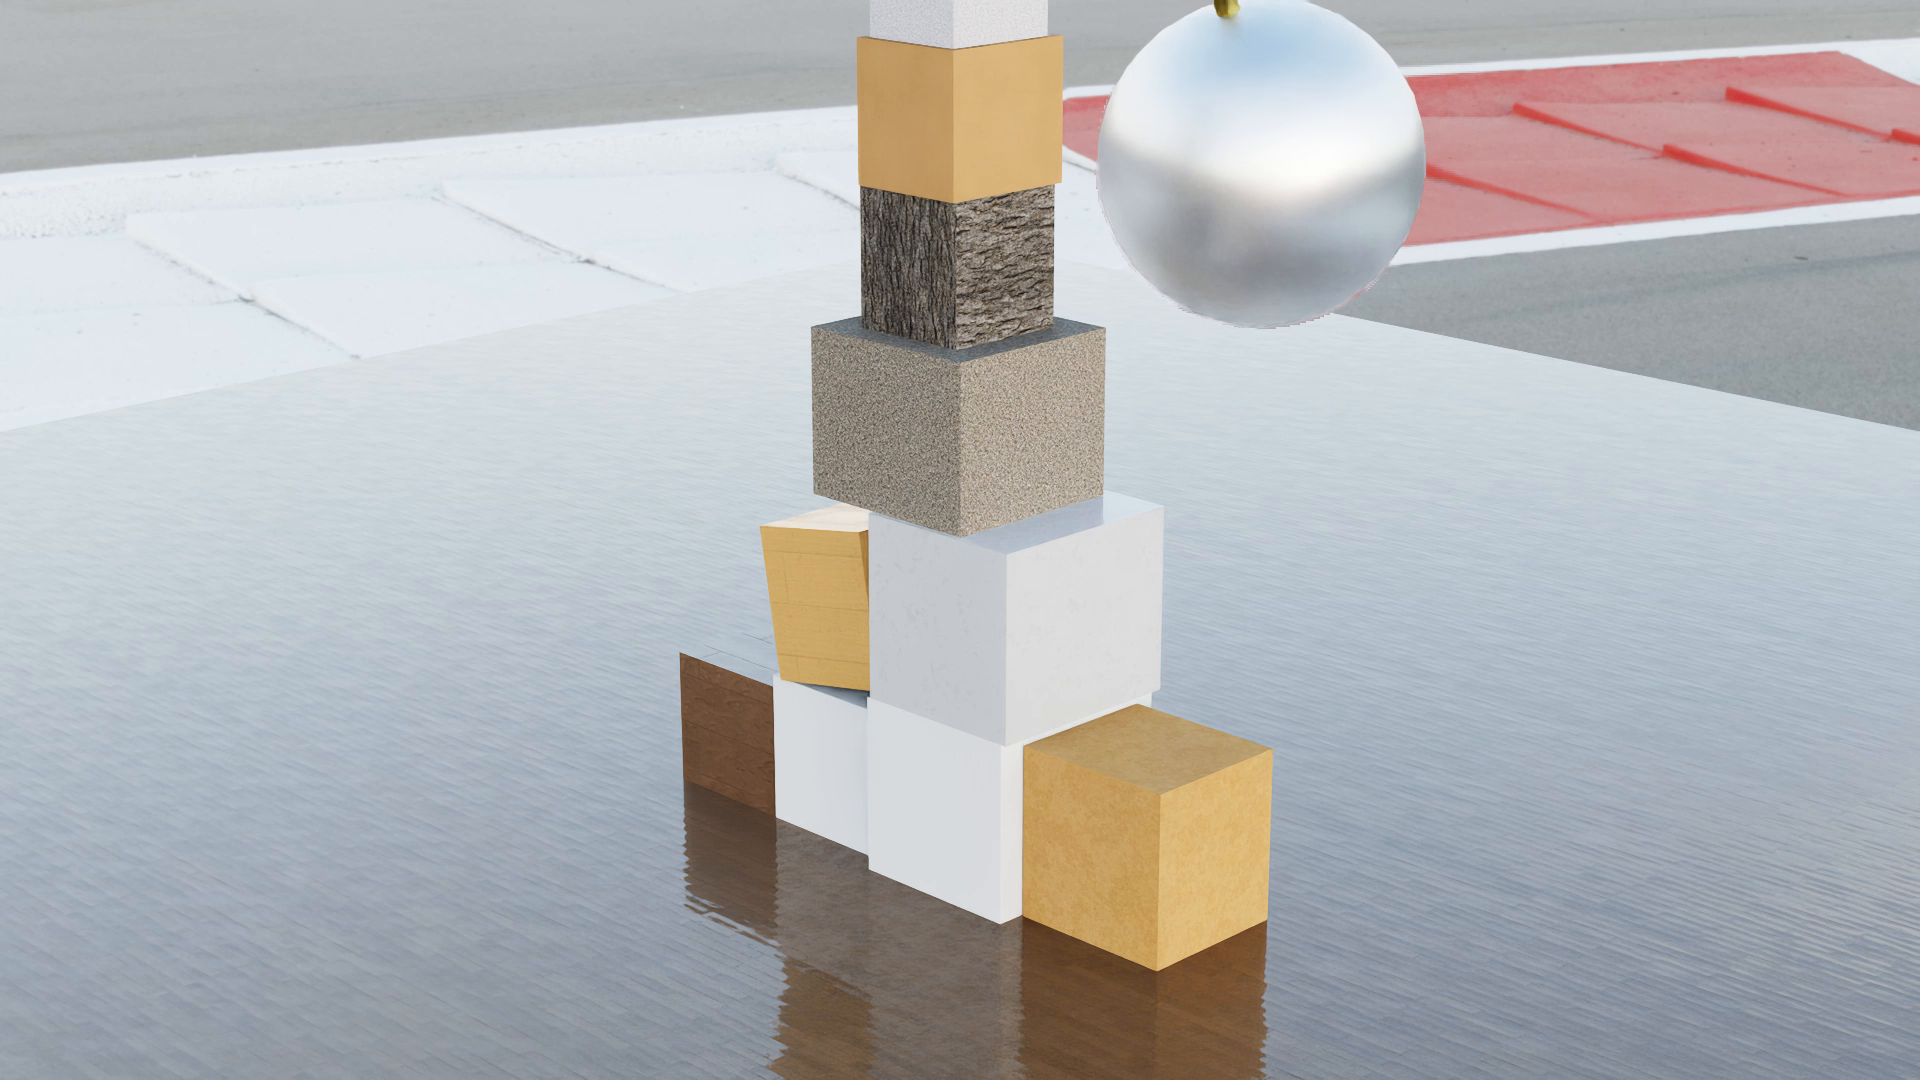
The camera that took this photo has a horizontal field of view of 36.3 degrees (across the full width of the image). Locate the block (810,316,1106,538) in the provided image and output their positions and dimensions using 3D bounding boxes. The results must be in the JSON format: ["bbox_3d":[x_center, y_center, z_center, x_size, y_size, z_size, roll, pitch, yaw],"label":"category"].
[{"bbox_3d":[-0.008,-0.577,13.152,0.913,0.776,0.943,-17,24,-42],"label":"block"}]

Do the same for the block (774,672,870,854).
[{"bbox_3d":[-0.345,0.984,14.001,0.773,0.728,0.755,-17,24,-42],"label":"block"}]

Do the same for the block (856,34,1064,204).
[{"bbox_3d":[0.001,-1.868,12.756,0.672,0.644,0.591,-17,24,-42],"label":"block"}]

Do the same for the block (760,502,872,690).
[{"bbox_3d":[-0.362,0.227,13.776,0.812,0.744,0.692,-17,14,-42],"label":"block"}]

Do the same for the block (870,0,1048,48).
[{"bbox_3d":[-0.005,-2.436,12.571,0.572,0.551,0.511,-17,24,-42],"label":"block"}]

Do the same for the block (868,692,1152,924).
[{"bbox_3d":[0.226,1.099,13.436,0.982,0.846,0.846,-17,24,-42],"label":"block"}]

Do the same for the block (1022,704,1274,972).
[{"bbox_3d":[0.821,1.289,12.890,0.740,0.811,0.792,-17,24,-42],"label":"block"}]

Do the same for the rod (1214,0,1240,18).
[{"bbox_3d":[0.636,-4.635,12.551,0.080,5.200,0.080,17,44,42],"label":"rod"}]

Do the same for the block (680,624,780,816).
[{"bbox_3d":[-0.869,0.860,14.497,0.749,0.667,0.686,-17,24,-42],"label":"block"}]

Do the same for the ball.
[{"bbox_3d":[1.467,-1.840,14.301,1.600,1.600,1.600,0,17,0],"label":"ball"}]

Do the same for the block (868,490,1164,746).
[{"bbox_3d":[0.253,0.281,13.174,1.010,0.873,0.854,-17,24,-42],"label":"block"}]

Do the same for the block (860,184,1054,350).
[{"bbox_3d":[-0.011,-1.251,12.937,0.610,0.641,0.598,-17,24,-42],"label":"block"}]
